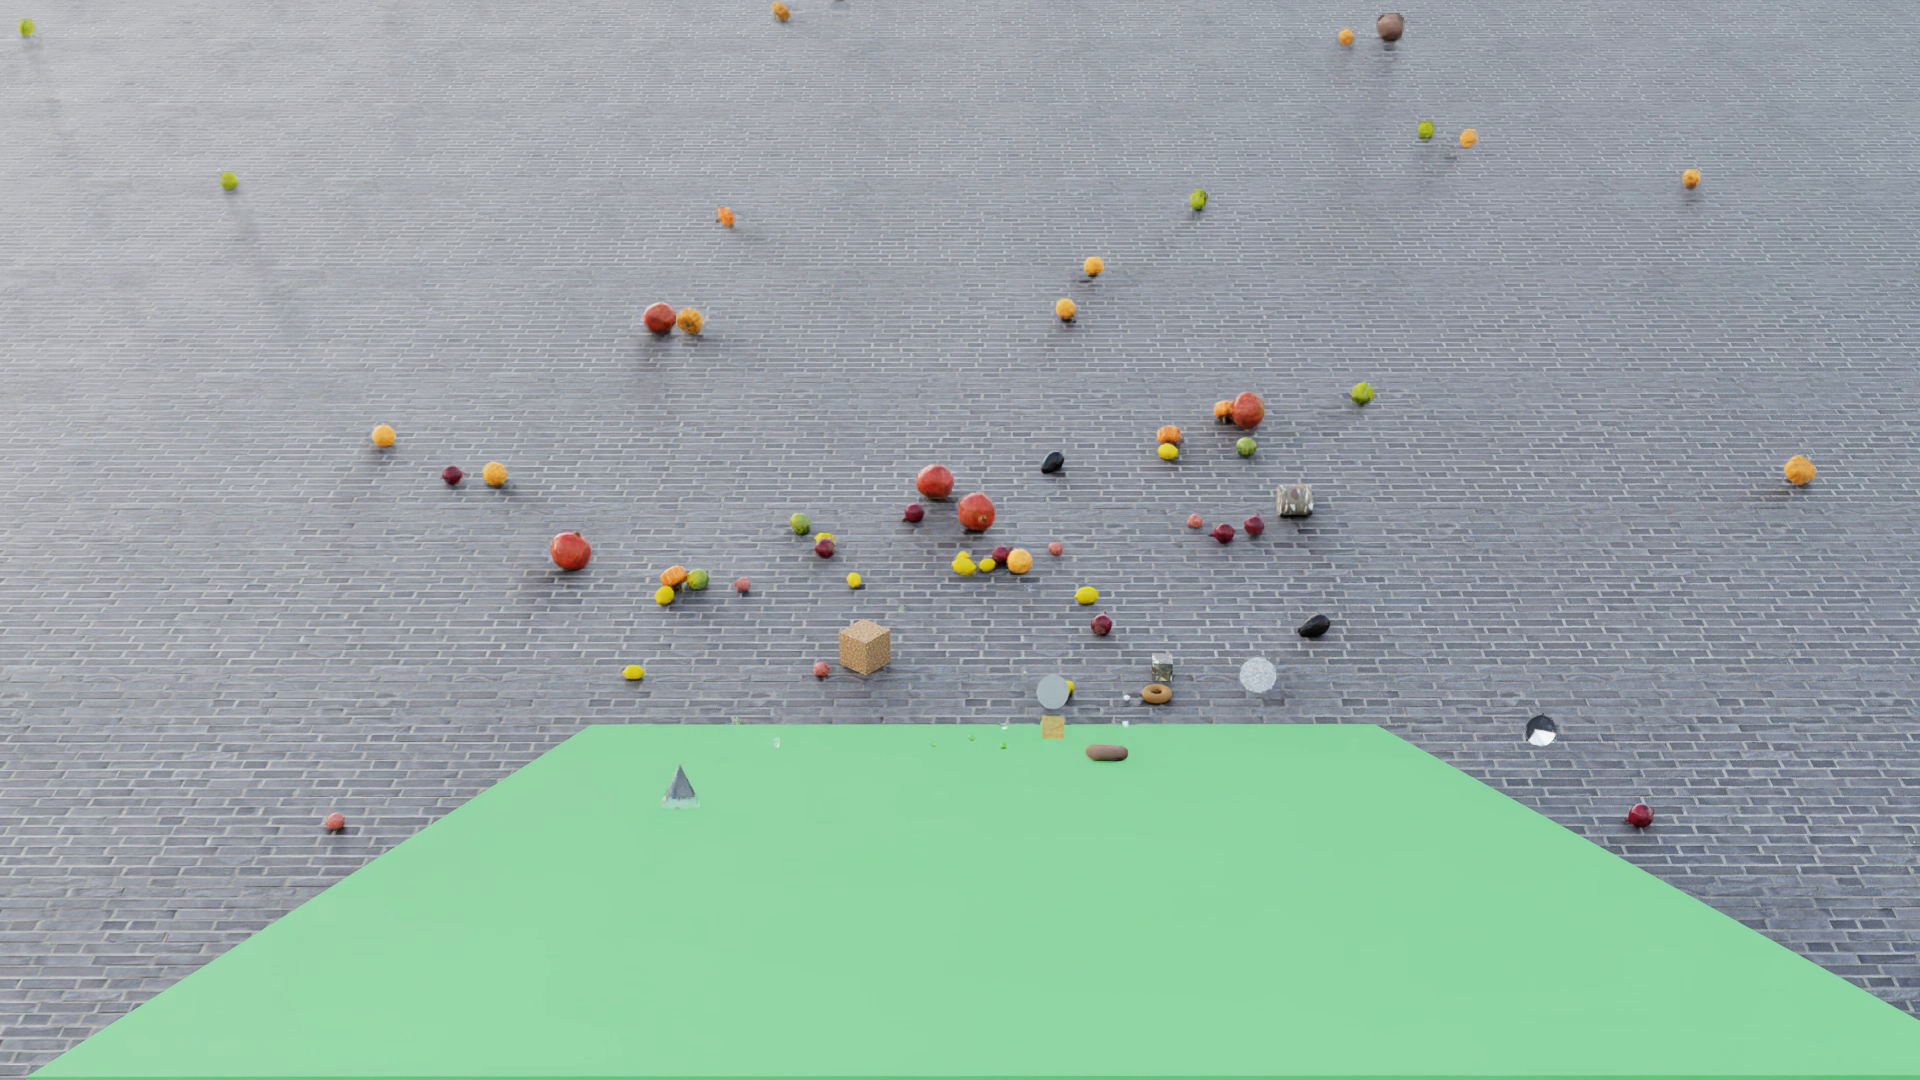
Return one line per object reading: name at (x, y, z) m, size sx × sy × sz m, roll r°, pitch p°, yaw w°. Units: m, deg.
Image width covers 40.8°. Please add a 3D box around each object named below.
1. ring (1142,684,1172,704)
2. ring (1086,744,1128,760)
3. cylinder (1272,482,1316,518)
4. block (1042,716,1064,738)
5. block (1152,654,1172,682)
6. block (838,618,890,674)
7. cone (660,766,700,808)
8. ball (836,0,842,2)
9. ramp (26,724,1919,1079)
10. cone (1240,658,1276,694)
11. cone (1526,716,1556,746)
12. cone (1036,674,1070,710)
ring at (0.524, 0.410, 6.876) m, size 0.080 × 0.027 × 0.080 m, roll -1°, pitch 26°, yaw 0°
ring at (0.325, 0.470, 5.709) m, size 0.093 × 0.031 × 0.093 m, roll 1°, pitch 0°, yaw 0°
cylinder at (1.015, -0.122, 7.834) m, size 0.095 × 0.095 × 0.095 m, roll 10°, pitch 23°, yaw -22°
block at (0.224, 0.451, 6.221) m, size 0.052 × 0.052 × 0.052 m, roll 0°, pitch 1°, yaw 0°
block at (0.546, 0.344, 6.974) m, size 0.054 × 0.054 × 0.054 m, roll 1°, pitch 27°, yaw 2°
block at (-0.259, 0.291, 7.028) m, size 0.099 × 0.099 × 0.099 m, roll 21°, pitch 34°, yaw 35°
cone at (-0.526, 0.460, 4.853) m, size 0.080 × 0.080 × 0.080 m, roll 0°, pitch 1°, yaw 0°
ball at (-0.607, -2.730, 12.940) m, size 0.066 × 0.066 × 0.066 m, roll 0°, pitch 27°, yaw 0°
ramp at (0.061, 0.554, 4.591) m, size 2.000 × 0.100 × 4.000 m, roll 0°, pitch 1°, yaw 0°
cone at (0.807, 0.362, 6.950) m, size 0.096 × 0.096 × 0.096 m, roll 6°, pitch 1°, yaw 11°
cone at (1.497, 0.492, 6.706) m, size 0.080 × 0.080 × 0.080 m, roll -1°, pitch 1°, yaw -2°
cone at (0.231, 0.402, 6.874) m, size 0.092 × 0.092 × 0.092 m, roll -10°, pitch 2°, yaw -19°
